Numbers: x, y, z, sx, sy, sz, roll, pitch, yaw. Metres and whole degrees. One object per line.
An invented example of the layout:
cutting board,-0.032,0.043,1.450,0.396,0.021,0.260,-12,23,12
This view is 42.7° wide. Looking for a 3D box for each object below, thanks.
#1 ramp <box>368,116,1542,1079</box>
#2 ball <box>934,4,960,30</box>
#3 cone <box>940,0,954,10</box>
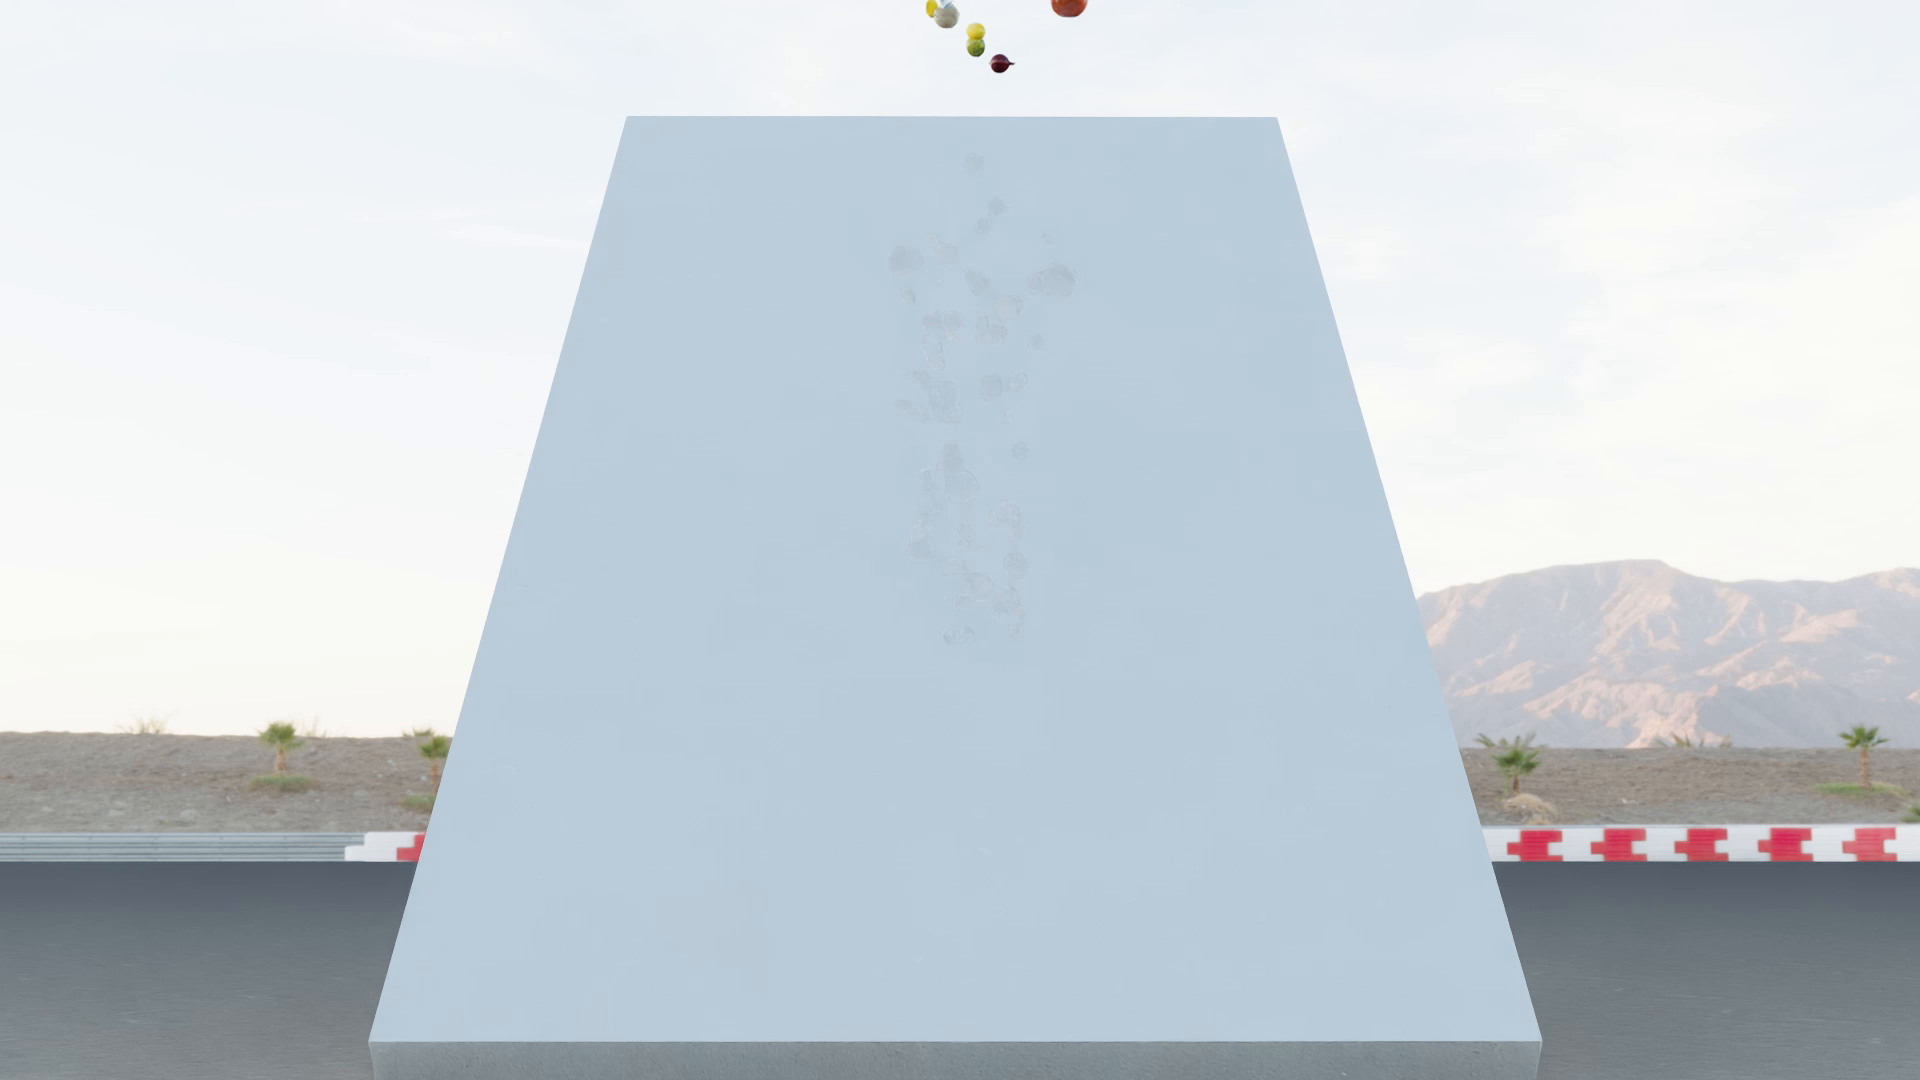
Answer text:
ramp,-0.015,-0.183,5.891,2.000,0.100,4.000,0,33,0
ball,-0.040,-1.545,7.241,0.076,0.076,0.076,0,-7,0
cone,-0.055,-1.612,7.148,0.097,0.097,0.097,39,-11,-2
